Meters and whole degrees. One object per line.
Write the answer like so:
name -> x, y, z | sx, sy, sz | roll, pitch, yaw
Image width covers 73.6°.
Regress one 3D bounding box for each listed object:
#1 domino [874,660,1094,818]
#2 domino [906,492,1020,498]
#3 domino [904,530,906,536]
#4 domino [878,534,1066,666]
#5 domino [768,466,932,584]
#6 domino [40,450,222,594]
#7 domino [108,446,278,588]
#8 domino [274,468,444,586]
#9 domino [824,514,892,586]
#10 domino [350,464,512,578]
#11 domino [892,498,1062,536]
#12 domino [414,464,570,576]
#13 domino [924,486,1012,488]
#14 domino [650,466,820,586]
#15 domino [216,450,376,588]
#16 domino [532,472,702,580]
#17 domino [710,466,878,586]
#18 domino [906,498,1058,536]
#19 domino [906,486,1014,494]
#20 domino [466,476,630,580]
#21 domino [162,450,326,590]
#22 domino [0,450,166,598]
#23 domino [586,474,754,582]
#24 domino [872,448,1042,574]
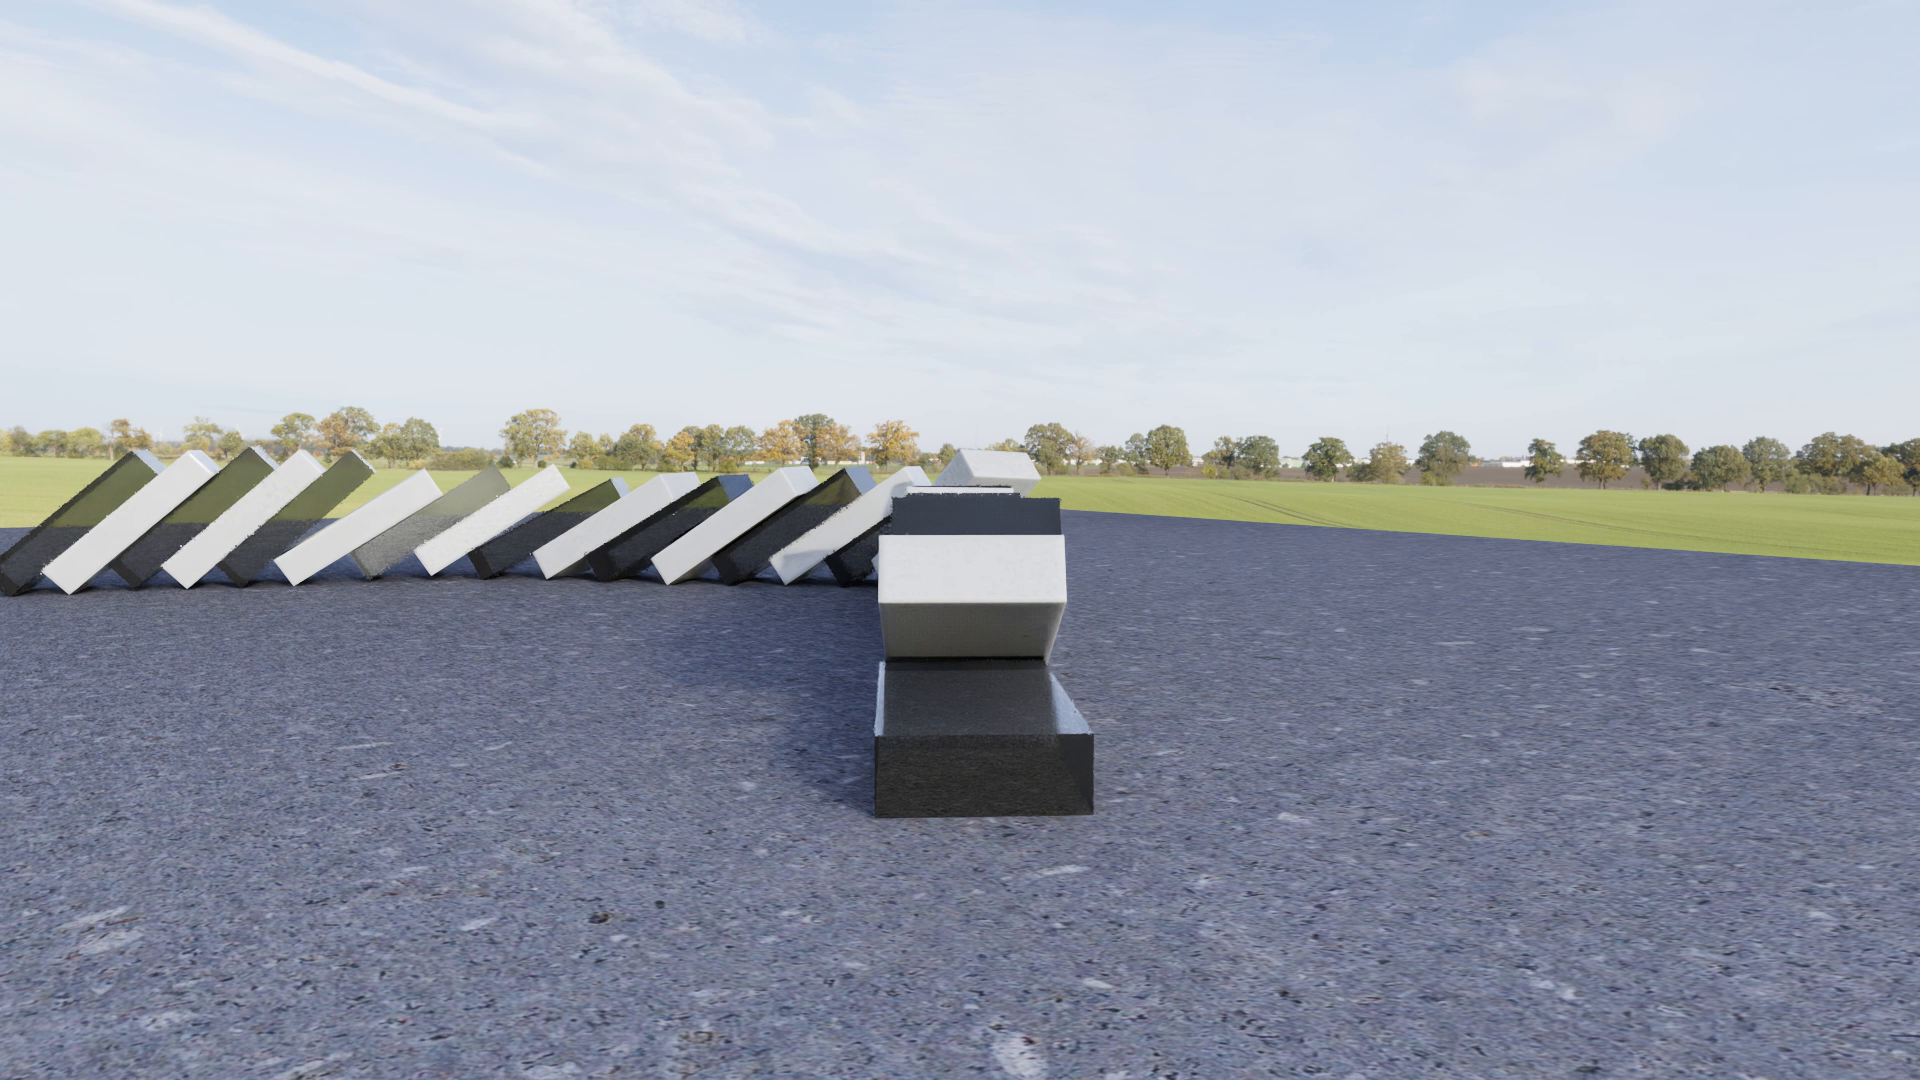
domino -> 0.002, 0.025, 0.171 | 0.025, 0.010, 0.050 | 0, 4, -3
domino -> -0.001, 0.004, 0.301 | 0.025, 0.010, 0.050 | 0, -24, -5
domino -> 0.000, 0.006, 0.280 | 0.025, 0.010, 0.050 | 0, -22, -5
domino -> 0.001, 0.013, 0.195 | 0.025, 0.010, 0.050 | 0, -21, -1
domino -> -0.032, -0.005, 0.393 | 0.050, 0.010, 0.025 | -33, -2, 9
domino -> -0.242, -0.006, 0.378 | 0.050, 0.009, 0.025 | -45, 19, -14
domino -> -0.229, -0.008, 0.385 | 0.050, 0.009, 0.025 | -45, 19, -14
domino -> -0.187, -0.005, 0.401 | 0.050, 0.010, 0.025 | -36, 16, -17
domino -> -0.015, -0.004, 0.388 | 0.050, 0.010, 0.025 | -33, -4, 12
domino -> -0.168, -0.006, 0.410 | 0.050, 0.009, 0.025 | -35, 12, -17
domino -> 0.002, 0.009, 0.213 | 0.025, 0.010, 0.050 | 0, -26, -2
domino -> -0.151, -0.007, 0.417 | 0.050, 0.009, 0.025 | -35, 11, -16
domino -> -0.003, 0.001, 0.342 | 0.025, 0.009, 0.050 | -1, -24, -11
domino -> -0.068, -0.005, 0.393 | 0.050, 0.010, 0.025 | -33, -3, 13
domino -> -0.203, -0.007, 0.395 | 0.050, 0.009, 0.025 | -45, 19, -14
domino -> -0.107, -0.005, 0.406 | 0.050, 0.010, 0.025 | -29, -2, 13
domino -> -0.050, -0.005, 0.393 | 0.050, 0.009, 0.025 | -33, -2, 11
domino -> 0.002, 0.008, 0.234 | 0.025, 0.010, 0.050 | 0, -26, -3
domino -> -0.002, 0.002, 0.320 | 0.025, 0.009, 0.050 | 1, -24, -5
domino -> -0.131, -0.004, 0.415 | 0.050, 0.009, 0.025 | -28, 7, -4
domino -> -0.217, -0.007, 0.391 | 0.050, 0.009, 0.025 | -46, 19, -14
domino -> -0.255, -0.006, 0.372 | 0.050, 0.009, 0.025 | -45, 19, -14
domino -> -0.089, -0.004, 0.401 | 0.050, 0.010, 0.025 | -29, -2, 13
domino -> -0.002, -0.006, 0.367 | 0.025, 0.010, 0.050 | 0, -38, -42
